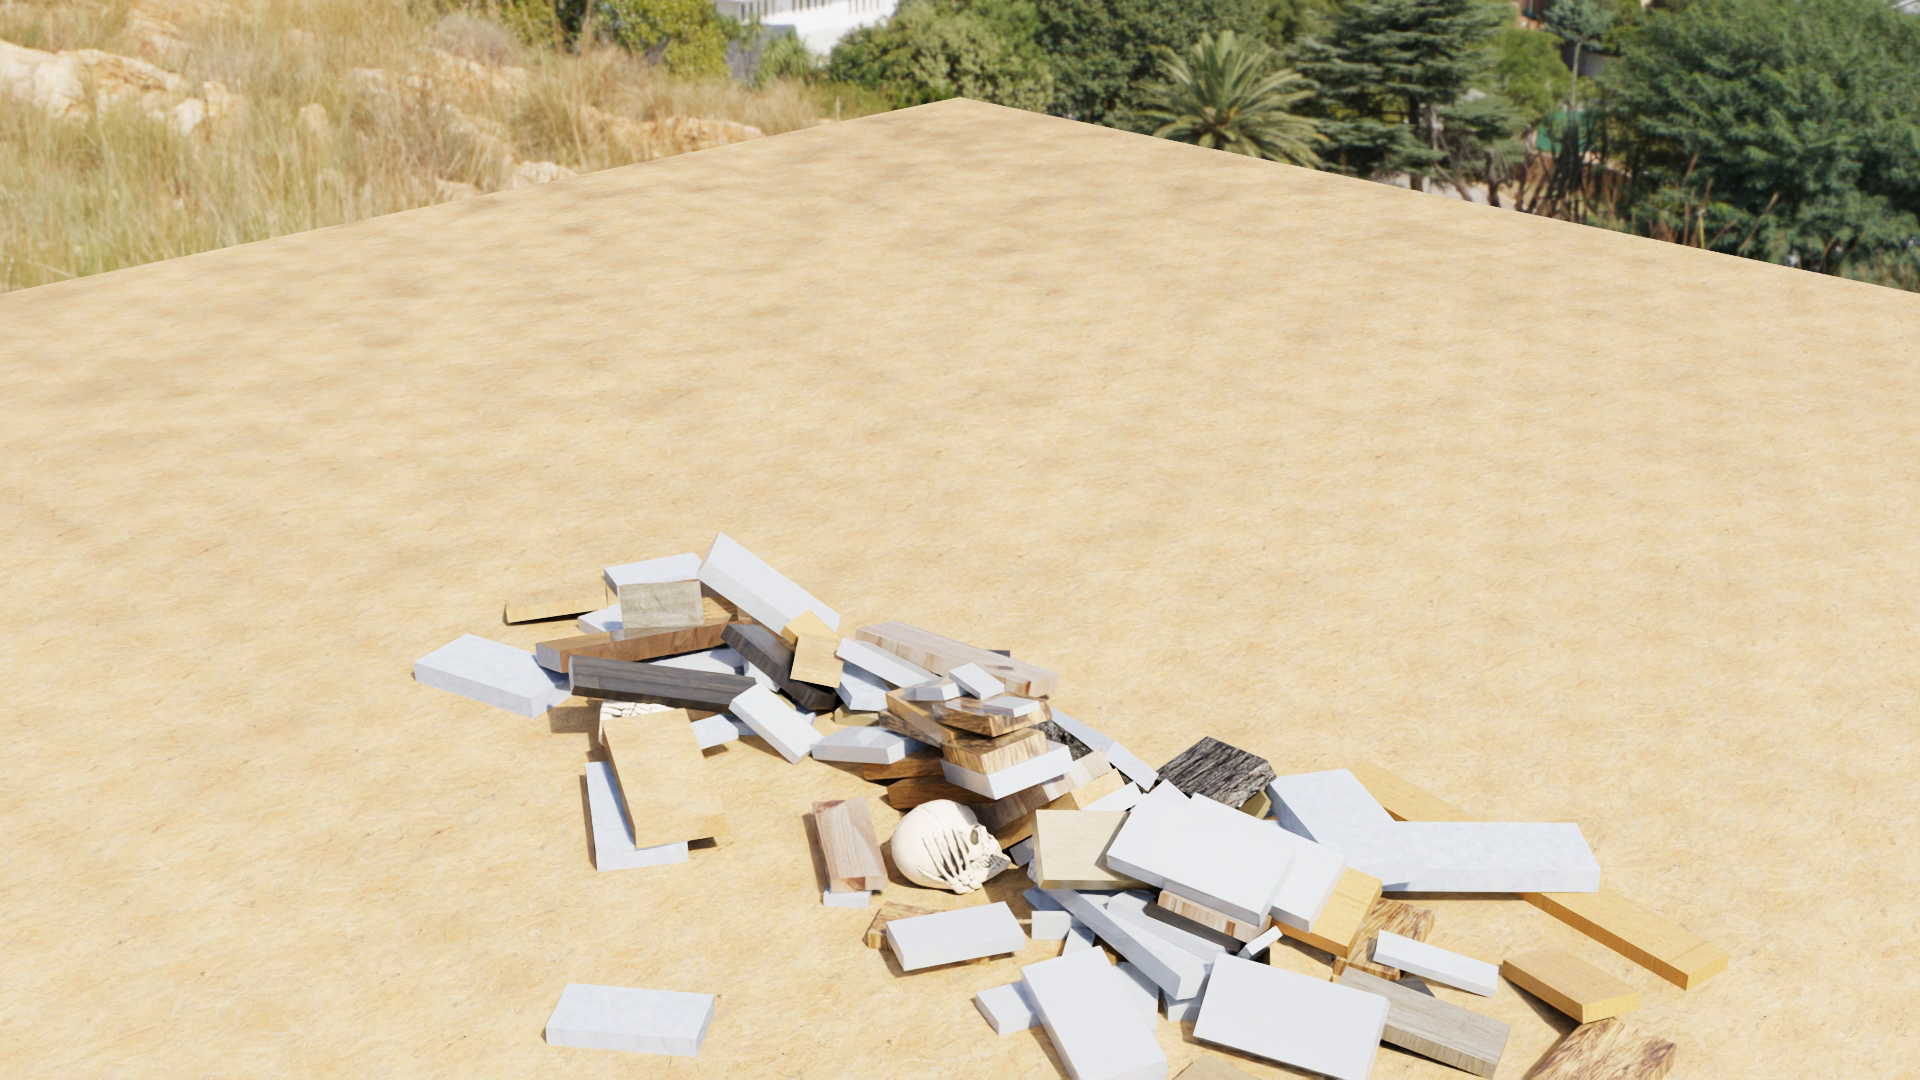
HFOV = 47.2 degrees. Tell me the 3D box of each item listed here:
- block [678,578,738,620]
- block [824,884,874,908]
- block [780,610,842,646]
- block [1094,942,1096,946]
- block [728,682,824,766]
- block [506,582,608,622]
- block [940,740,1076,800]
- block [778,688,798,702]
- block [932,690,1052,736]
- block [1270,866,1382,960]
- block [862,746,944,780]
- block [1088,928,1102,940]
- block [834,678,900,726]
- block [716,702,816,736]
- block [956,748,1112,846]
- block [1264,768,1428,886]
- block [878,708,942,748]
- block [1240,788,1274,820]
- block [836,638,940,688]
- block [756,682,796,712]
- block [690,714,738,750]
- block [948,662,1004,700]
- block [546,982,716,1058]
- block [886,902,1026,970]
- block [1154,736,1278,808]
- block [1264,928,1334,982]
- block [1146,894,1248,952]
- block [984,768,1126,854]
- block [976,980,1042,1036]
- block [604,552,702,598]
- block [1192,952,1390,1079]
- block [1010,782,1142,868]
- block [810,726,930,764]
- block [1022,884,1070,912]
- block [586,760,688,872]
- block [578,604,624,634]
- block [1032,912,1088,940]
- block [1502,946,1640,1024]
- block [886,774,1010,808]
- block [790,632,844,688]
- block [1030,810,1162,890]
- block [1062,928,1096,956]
[{"bbox_3d":[-0.655,0.144,5.233,0.175,0.050,0.351,-8,8,-17],"label":"block"},{"bbox_3d":[-0.205,0.647,4.206,0.085,0.024,0.169,2,23,6],"label":"block"},{"bbox_3d":[-0.305,0.249,5.014,0.198,0.028,0.099,41,36,12],"label":"block"},{"bbox_3d":[0.230,0.752,3.972,0.048,0.014,0.095,-5,24,-13],"label":"block"},{"bbox_3d":[-0.390,0.391,4.694,0.194,0.027,0.097,39,36,15],"label":"block"},{"bbox_3d":[-0.974,0.149,5.322,0.237,0.034,0.118,-8,17,-7],"label":"block"},{"bbox_3d":[0.087,0.428,4.199,0.163,0.046,0.326,-19,5,-15],"label":"block"},{"bbox_3d":[-0.398,0.322,4.963,0.106,0.030,0.211,5,24,13],"label":"block"},{"bbox_3d":[0.060,0.333,4.286,0.131,0.037,0.261,-15,8,-24],"label":"block"},{"bbox_3d":[0.584,0.623,3.937,0.302,0.043,0.151,19,54,25],"label":"block"},{"bbox_3d":[-0.076,0.452,4.531,0.240,0.034,0.120,-10,8,43],"label":"block"},{"bbox_3d":[0.252,0.697,4.095,0.065,0.018,0.130,-12,26,-27],"label":"block"},{"bbox_3d":[-0.186,0.357,4.881,0.106,0.030,0.211,8,24,19],"label":"block"},{"bbox_3d":[-0.425,0.389,4.805,0.211,0.030,0.106,1,23,3],"label":"block"},{"bbox_3d":[0.140,0.499,4.259,0.163,0.046,0.326,-22,-9,-36],"label":"block"},{"bbox_3d":[0.727,0.546,4.179,0.174,0.049,0.348,-5,23,-15],"label":"block"},{"bbox_3d":[-0.057,0.375,4.558,0.120,0.034,0.240,-16,15,-30],"label":"block"},{"bbox_3d":[0.566,0.543,4.309,0.016,0.116,0.058,23,17,-26],"label":"block"},{"bbox_3d":[-0.115,0.298,4.847,0.292,0.041,0.146,25,3,23],"label":"block"},{"bbox_3d":[-0.430,0.353,4.822,0.080,0.023,0.159,-12,26,-27],"label":"block"},{"bbox_3d":[-0.571,0.417,4.623,0.192,0.023,0.080,-14,27,-30],"label":"block"},{"bbox_3d":[0.032,0.280,4.364,0.057,0.016,0.113,-18,30,-29],"label":"block"},{"bbox_3d":[-0.564,0.823,3.774,0.261,0.037,0.131,3,23,7],"label":"block"},{"bbox_3d":[-0.008,0.712,3.959,0.226,0.032,0.113,-7,24,-16],"label":"block"},{"bbox_3d":[0.503,0.473,4.394,0.149,0.042,0.298,-33,12,-12],"label":"block"},{"bbox_3d":[0.593,0.773,3.852,0.117,0.033,0.234,19,24,-1],"label":"block"},{"bbox_3d":[0.429,0.671,3.891,0.179,0.025,0.090,19,17,24],"label":"block"},{"bbox_3d":[0.180,0.525,4.246,0.138,0.039,0.276,-20,-11,-45],"label":"block"},{"bbox_3d":[0.136,0.803,3.832,0.194,0.028,0.097,-10,25,-22],"label":"block"},{"bbox_3d":[-0.761,0.087,5.513,0.237,0.034,0.118,-10,25,-23],"label":"block"},{"bbox_3d":[0.556,0.805,3.693,0.296,0.042,0.148,11,70,25],"label":"block"},{"bbox_3d":[0.220,0.544,4.197,0.138,0.039,0.276,-22,-11,-36],"label":"block"},{"bbox_3d":[-0.189,0.429,4.612,0.240,0.034,0.120,-2,14,46],"label":"block"},{"bbox_3d":[0.177,0.681,4.107,0.065,0.018,0.131,-30,32,-16],"label":"block"},{"bbox_3d":[-0.652,0.544,4.415,0.175,0.050,0.351,-5,23,-11],"label":"block"},{"bbox_3d":[-0.705,0.252,5.124,0.118,0.034,0.478,-20,30,-39],"label":"block"},{"bbox_3d":[0.184,0.706,4.029,0.104,0.052,0.015,0,23,0],"label":"block"},{"bbox_3d":[1.064,0.773,3.834,0.117,0.033,0.233,-9,12,-19],"label":"block"},{"bbox_3d":[0.017,0.481,4.397,0.163,0.046,0.326,-21,6,-39],"label":"block"},{"bbox_3d":[-0.312,0.264,4.867,0.107,0.030,0.213,12,17,-4],"label":"block"},{"bbox_3d":[0.274,0.564,3.999,0.276,0.039,0.138,3,56,-13],"label":"block"},{"bbox_3d":[0.216,0.735,3.977,0.048,0.014,0.095,5,23,11],"label":"block"}]
